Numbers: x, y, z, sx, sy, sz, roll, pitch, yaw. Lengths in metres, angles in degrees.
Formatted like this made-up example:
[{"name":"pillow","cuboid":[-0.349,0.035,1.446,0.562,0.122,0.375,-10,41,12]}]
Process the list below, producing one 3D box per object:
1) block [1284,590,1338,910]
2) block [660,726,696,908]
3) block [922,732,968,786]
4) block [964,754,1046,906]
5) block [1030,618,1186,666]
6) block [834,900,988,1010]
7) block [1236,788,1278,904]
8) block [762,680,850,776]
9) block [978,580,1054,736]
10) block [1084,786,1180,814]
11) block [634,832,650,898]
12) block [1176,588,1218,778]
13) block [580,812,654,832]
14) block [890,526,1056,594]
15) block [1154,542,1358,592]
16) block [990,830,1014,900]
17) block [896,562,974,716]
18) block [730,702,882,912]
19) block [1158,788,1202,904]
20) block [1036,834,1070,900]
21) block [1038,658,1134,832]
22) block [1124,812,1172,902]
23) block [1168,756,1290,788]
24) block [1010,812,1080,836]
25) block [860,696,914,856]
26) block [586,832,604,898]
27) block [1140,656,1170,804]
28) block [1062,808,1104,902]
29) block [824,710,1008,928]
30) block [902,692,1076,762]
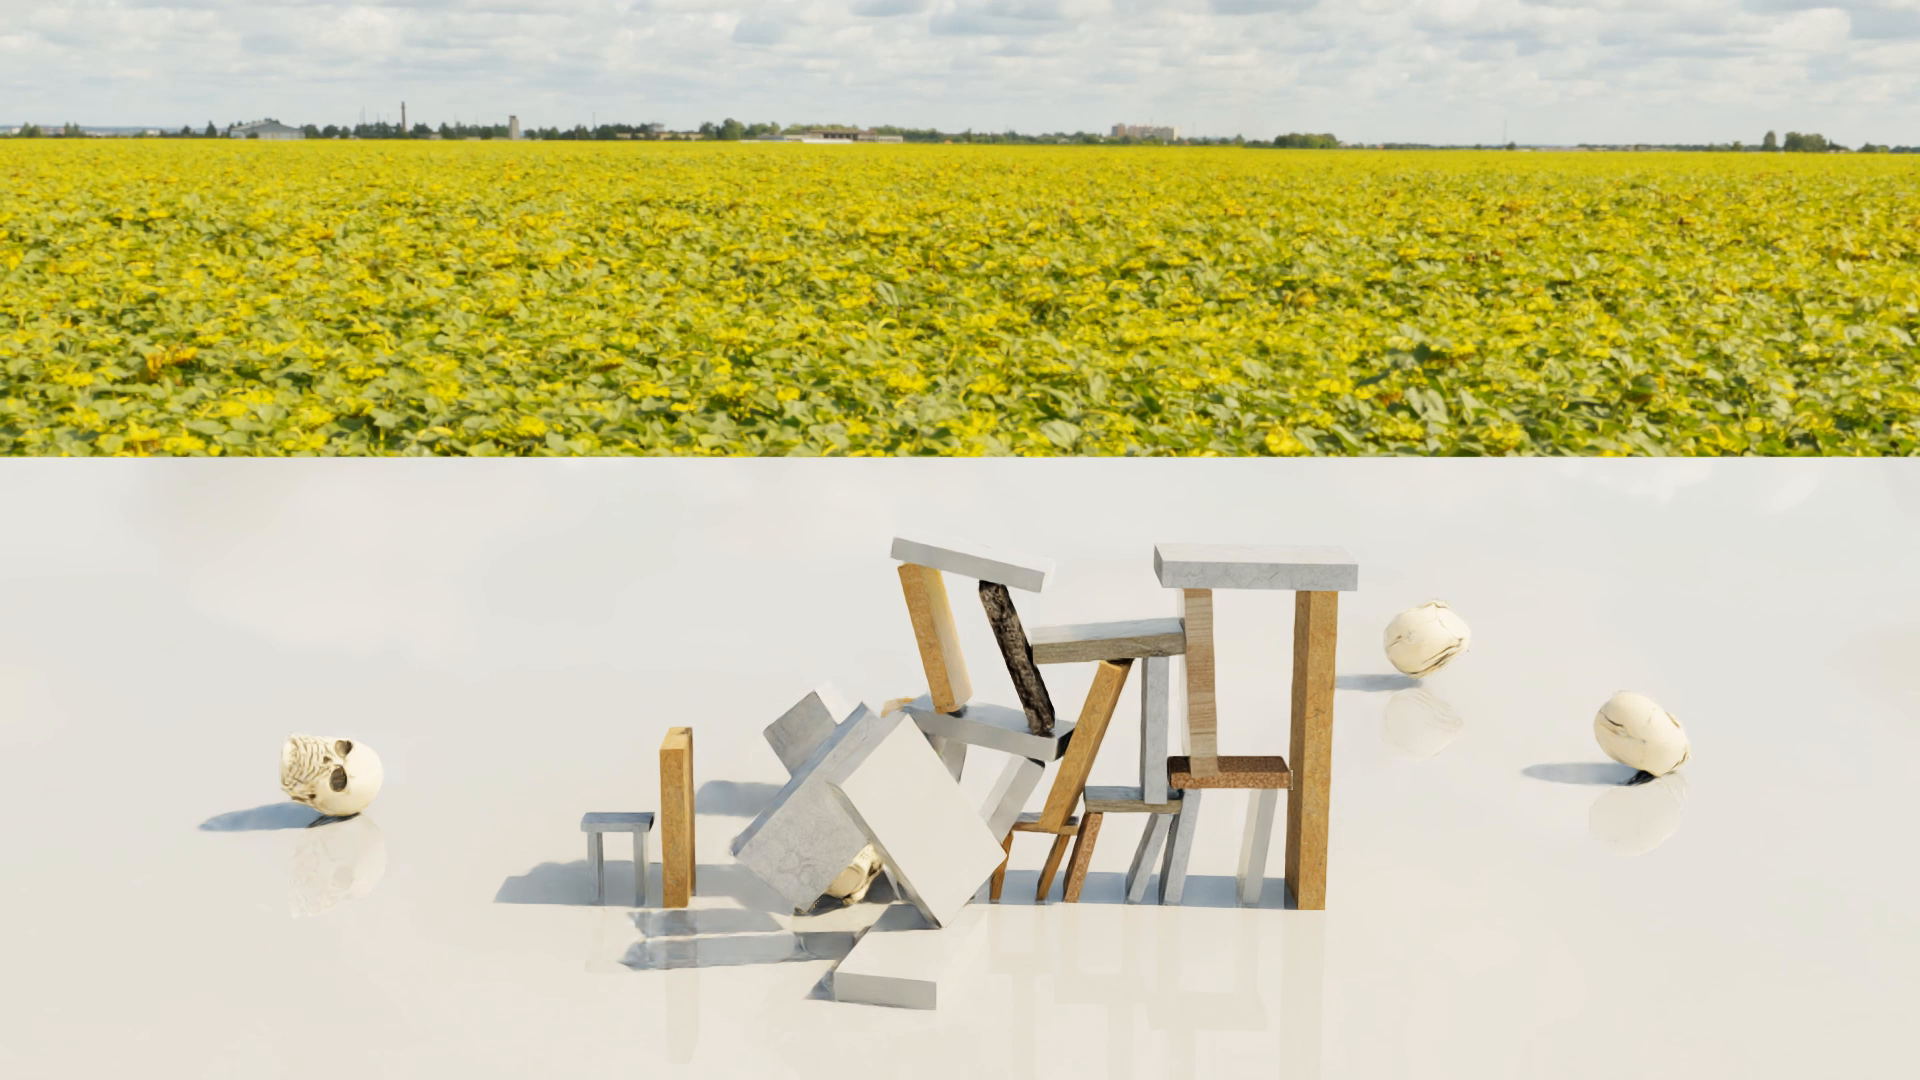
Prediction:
[{"name":"block","cuboid":[0.577,0.328,3.618,0.044,0.532,0.155,1,11,0]},{"name":"block","cuboid":[-0.466,0.458,3.640,0.038,0.270,0.135,0,11,0]},{"name":"block","cuboid":[-0.048,0.444,3.708,0.038,0.269,0.135,9,8,-17]},{"name":"block","cuboid":[0.057,0.465,3.644,0.038,0.269,0.135,29,9,-5]},{"name":"block","cuboid":[0.239,0.164,3.587,0.245,0.035,0.122,-4,10,1]},{"name":"block","cuboid":[-0.070,0.628,3.344,0.155,0.044,0.310,3,11,14]},{"name":"block","cuboid":[0.492,0.493,3.652,0.028,0.194,0.097,8,10,-1]},{"name":"block","cuboid":[-0.274,0.370,4.151,0.038,0.135,0.270,-32,-4,-34]},{"name":"block","cuboid":[0.093,0.183,3.594,0.036,0.252,0.126,-21,9,5]},{"name":"block","cuboid":[0.284,0.429,3.634,0.155,0.022,0.077,1,10,0]},{"name":"block","cuboid":[-0.531,0.533,3.663,0.016,0.114,0.057,0,11,0]},{"name":"block","cuboid":[0.387,0.217,3.597,0.044,0.311,0.155,-3,10,1]},{"name":"block","cuboid":[-0.569,0.469,3.652,0.114,0.016,0.057,0,11,0]},{"name":"block","cuboid":[0.023,0.031,3.586,0.252,0.036,0.126,13,10,9]},{"name":"block","cuboid":[0.476,0.043,3.565,0.310,0.044,0.155,1,11,0]},{"name":"block","cuboid":[0.069,0.534,3.659,0.016,0.113,0.057,11,10,-2]},{"name":"block","cuboid":[-0.040,0.152,3.640,0.036,0.252,0.126,-14,5,14]},{"name":"block","cuboid":[-0.200,0.423,3.483,0.155,0.310,0.044,43,-1,-23]},{"name":"block","cuboid":[0.365,0.493,3.652,0.028,0.194,0.097,10,10,-2]},{"name":"block","cuboid":[0.155,0.535,3.659,0.016,0.113,0.057,21,10,-2]},{"name":"block","cuboid":[0.208,0.326,3.606,0.035,0.292,0.122,23,14,12]},{"name":"block","cuboid":[0.312,0.515,3.651,0.022,0.155,0.077,19,10,-3]},{"name":"block","cuboid":[0.441,0.383,3.632,0.194,0.028,0.097,0,11,0]},{"name":"block","cuboid":[0.140,0.470,3.650,0.113,0.016,0.057,4,10,5]},{"name":"block","cuboid":[-0.118,0.412,3.811,0.038,0.270,0.135,13,-11,-17]},{"name":"block","cuboid":[-0.607,0.533,3.663,0.016,0.114,0.057,0,11,0]},{"name":"block","cuboid":[0.319,0.297,3.612,0.035,0.245,0.122,0,10,0]},{"name":"block","cuboid":[0.204,0.515,3.650,0.022,0.155,0.077,16,10,-3]},{"name":"block","cuboid":[-0.064,0.427,3.361,0.155,0.311,0.044,-45,29,-23]},{"name":"block","cuboid":[0.051,0.308,3.652,0.269,0.038,0.135,11,11,19]}]
